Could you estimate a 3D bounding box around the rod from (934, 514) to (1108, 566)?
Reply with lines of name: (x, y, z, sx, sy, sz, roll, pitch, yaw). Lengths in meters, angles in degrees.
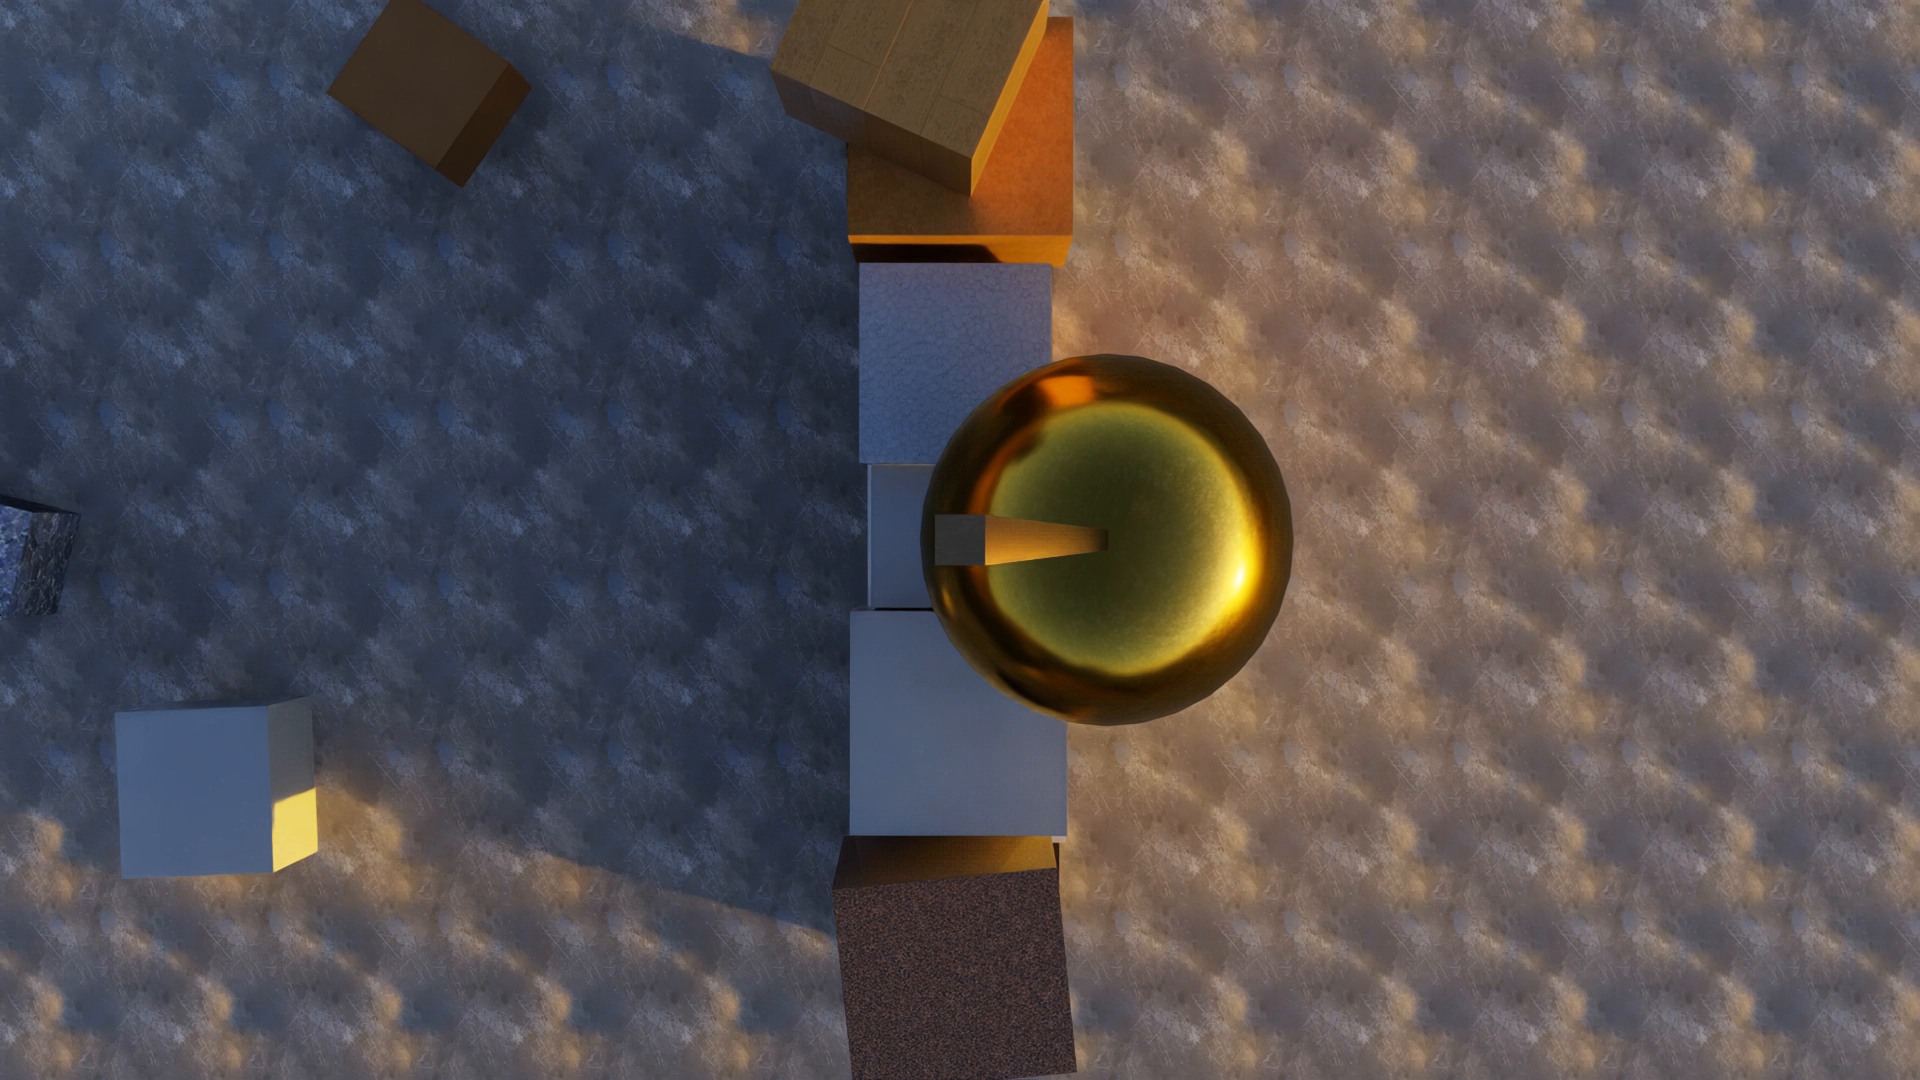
rod: (0.271, 0.000, 6.052, 0.080, 5.200, 0.080, 0, 90, 6)

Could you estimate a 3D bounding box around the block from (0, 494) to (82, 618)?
block: (-5.558, 0.068, 12.655, 0.597, 0.691, 0.610, 14, 90, 0)

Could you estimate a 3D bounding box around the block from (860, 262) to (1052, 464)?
block: (-0.019, -0.829, 10.599, 0.887, 0.903, 0.924, 0, 92, 0)

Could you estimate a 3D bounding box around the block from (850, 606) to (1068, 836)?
block: (-0.005, 0.848, 10.595, 1.005, 0.889, 1.035, 0, 90, 0)

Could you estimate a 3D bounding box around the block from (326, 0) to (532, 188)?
block: (-3.040, -2.591, 12.661, 0.746, 0.678, 0.729, 35, 90, 0)

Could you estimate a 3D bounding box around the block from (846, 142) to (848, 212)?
block: (-0.004, -2.101, 11.432, 1.121, 1.098, 0.941, 0, 89, 0)

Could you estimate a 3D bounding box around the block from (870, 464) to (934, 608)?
block: (-0.018, -0.016, 10.680, 0.796, 0.809, 0.674, 0, 89, 0)

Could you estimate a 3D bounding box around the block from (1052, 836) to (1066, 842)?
block: (-0.003, 0.982, 11.499, 1.063, 0.920, 1.078, 0, 90, 0)

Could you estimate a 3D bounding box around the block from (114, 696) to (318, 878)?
block: (-4.236, 1.396, 12.583, 0.842, 0.834, 0.922, -2, 90, 0)

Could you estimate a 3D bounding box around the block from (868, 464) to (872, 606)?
block: (-0.009, -0.021, 11.525, 0.913, 0.880, 0.916, 0, 89, 0)

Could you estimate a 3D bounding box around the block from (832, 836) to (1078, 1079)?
block: (-0.023, 1.964, 10.562, 1.030, 1.040, 0.965, -6, 96, 1)

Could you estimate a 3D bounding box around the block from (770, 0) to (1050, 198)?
block: (-0.198, -2.111, 9.454, 0.909, 0.911, 0.823, 24, 89, 0)

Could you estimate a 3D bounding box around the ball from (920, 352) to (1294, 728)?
ball: (0.625, 0.000, 9.433, 1.600, 1.600, 1.600, 0, 90, 0)

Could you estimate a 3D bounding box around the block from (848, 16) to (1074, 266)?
block: (0.003, -1.857, 10.392, 1.016, 0.974, 0.991, 0, 89, 0)

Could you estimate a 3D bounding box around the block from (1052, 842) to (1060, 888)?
block: (0.019, 2.039, 11.637, 0.968, 1.009, 1.025, 0, 90, 0)
